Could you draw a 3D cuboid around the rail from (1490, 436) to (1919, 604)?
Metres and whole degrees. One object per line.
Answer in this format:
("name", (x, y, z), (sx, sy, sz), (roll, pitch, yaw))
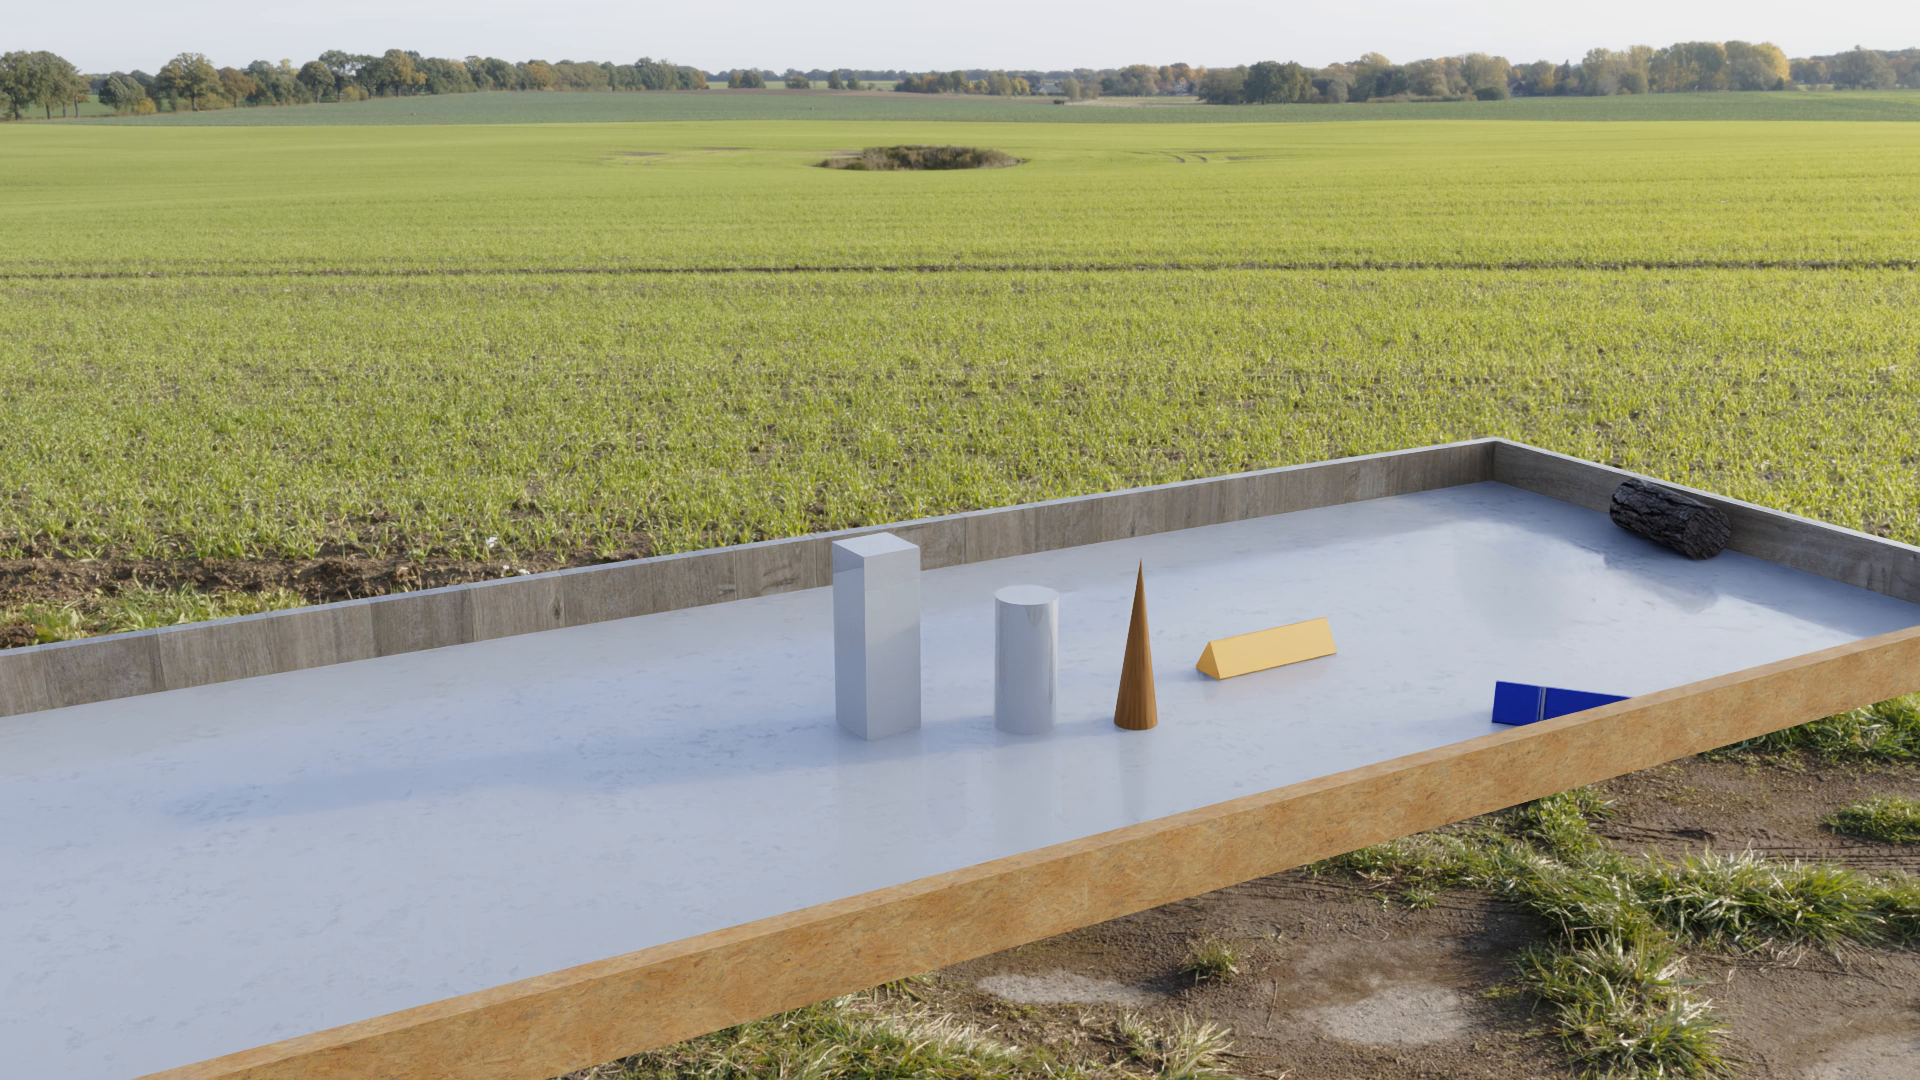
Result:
("rail", (2.466, -0.048, 5.253), (0.050, 0.150, 2.100), (-9, 18, -27))

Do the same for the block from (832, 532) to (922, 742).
("block", (-0.192, 0.221, 3.819), (0.146, 0.441, 0.146), (-11, 19, -32))

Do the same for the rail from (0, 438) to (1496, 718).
("rail", (-3.305, 0.497, 3.399), (12.000, 0.150, 0.050), (-9, 18, -27))

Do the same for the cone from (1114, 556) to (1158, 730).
("cone", (0.415, 0.234, 3.837), (0.104, 0.408, 0.104), (0, 16, 0))

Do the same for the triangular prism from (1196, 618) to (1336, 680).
("triangular prism", (0.798, 0.271, 4.272), (0.386, 0.086, 0.099), (-9, 19, -29))

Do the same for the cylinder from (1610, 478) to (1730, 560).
("cylinder", (2.272, -0.070, 5.290), (0.170, 0.170, 0.372), (-4, 17, -14))

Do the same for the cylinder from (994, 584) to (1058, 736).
("cylinder", (0.154, 0.279, 3.844), (0.147, 0.318, 0.147), (0, 16, 0))

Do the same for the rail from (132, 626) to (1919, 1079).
("rail", (-2.336, 1.006, 1.665), (12.000, 0.150, 0.050), (-9, 18, -27))

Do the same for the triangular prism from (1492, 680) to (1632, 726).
("triangular prism", (1.458, 0.394, 3.854), (0.399, 0.086, 0.099), (6, 17, 20))
